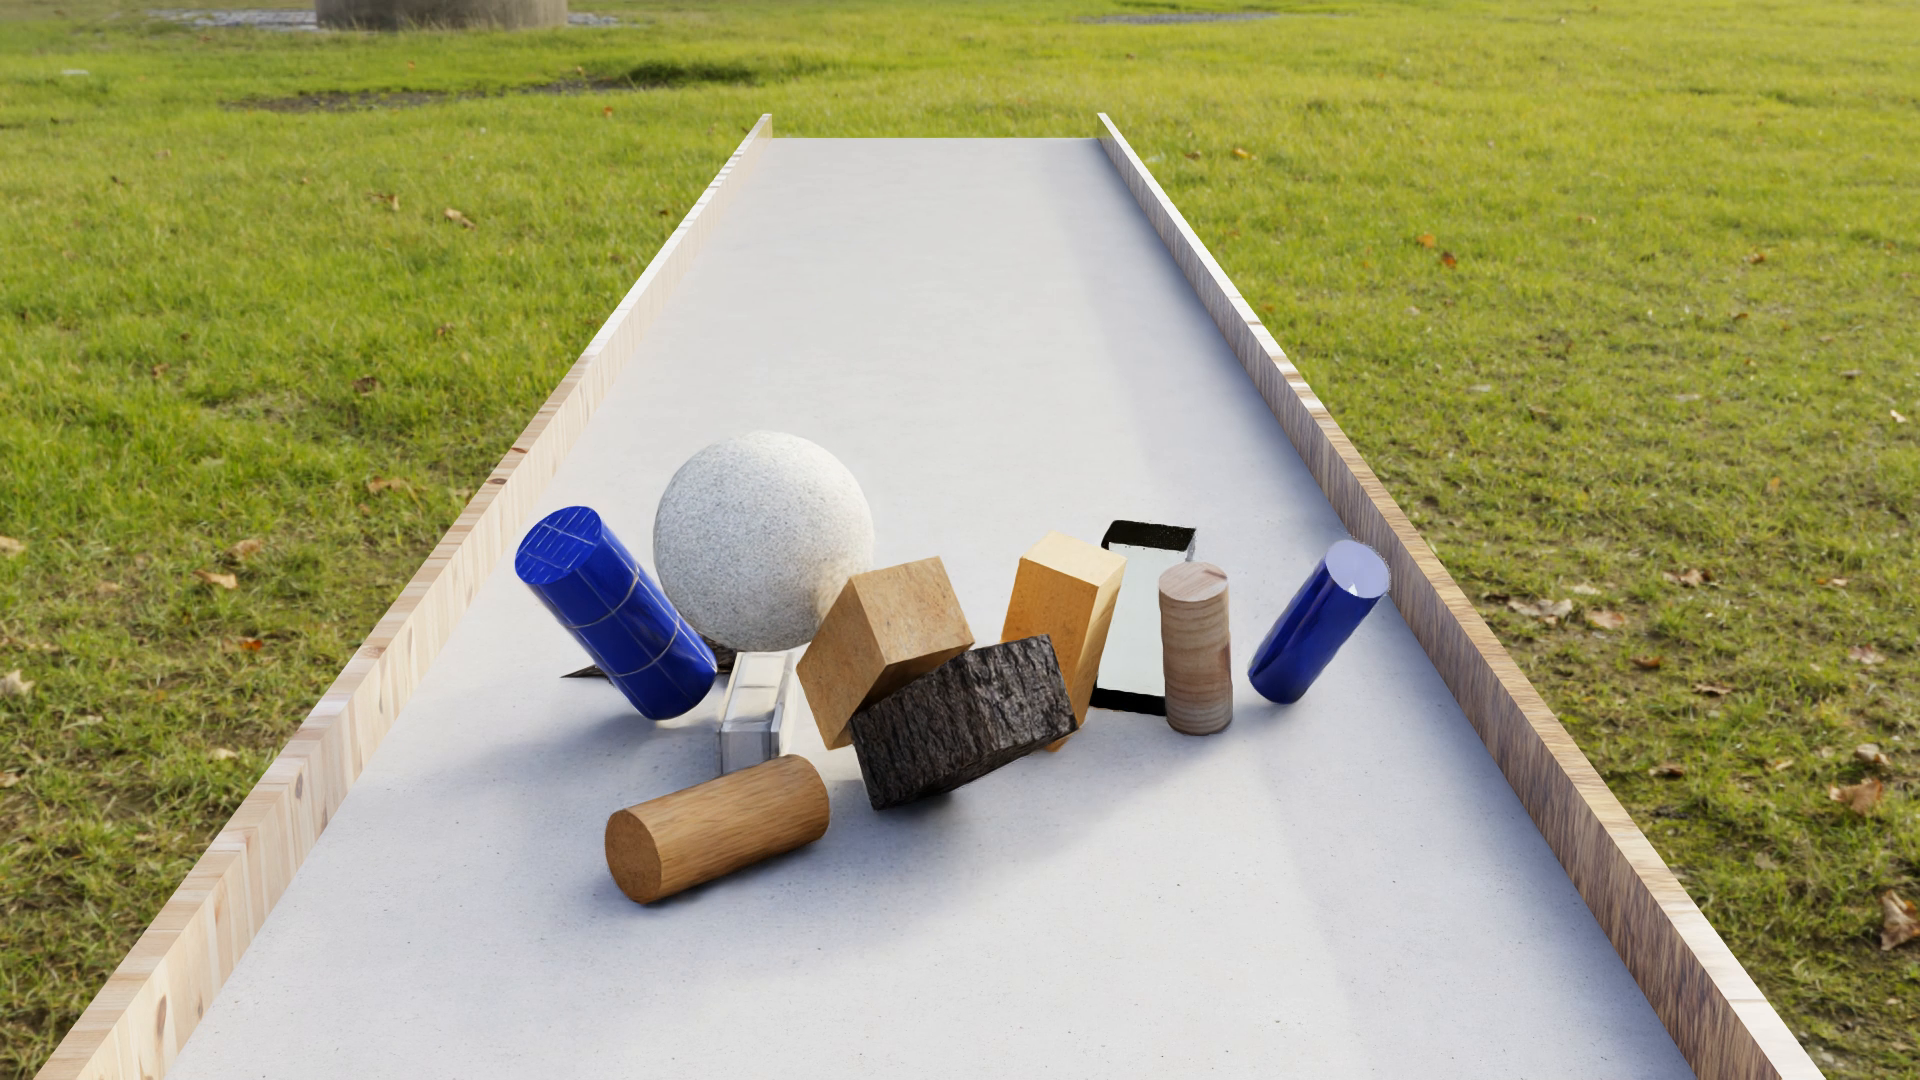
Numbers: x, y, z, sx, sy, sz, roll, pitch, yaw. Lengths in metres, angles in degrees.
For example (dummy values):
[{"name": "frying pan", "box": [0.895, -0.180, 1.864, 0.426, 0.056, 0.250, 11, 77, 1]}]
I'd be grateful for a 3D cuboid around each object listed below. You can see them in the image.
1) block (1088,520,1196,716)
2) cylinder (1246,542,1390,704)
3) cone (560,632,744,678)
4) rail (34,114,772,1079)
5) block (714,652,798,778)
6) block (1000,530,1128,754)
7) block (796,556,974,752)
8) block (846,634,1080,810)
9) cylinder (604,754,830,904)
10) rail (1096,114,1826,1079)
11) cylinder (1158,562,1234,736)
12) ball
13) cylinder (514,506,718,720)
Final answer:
[{"name": "block", "box": [0.344, 0.146, 4.152, 0.157, 0.325, 0.157, 7, 18, 11]}, {"name": "cylinder", "box": [0.661, 0.157, 4.081, 0.126, 0.350, 0.126, 11, 50, -14]}, {"name": "cone", "box": [-0.599, 0.234, 4.327, 0.388, 0.129, 0.129, -11, 17, -3]}, {"name": "rail", "box": [-1.118, -0.838, 7.780, 0.050, 0.150, 12.000, 0, 17, -1]}, {"name": "block", "box": [-0.362, 0.322, 3.951, 0.111, 0.111, 0.400, 0, 17, 0]}, {"name": "block", "box": [0.168, 0.182, 3.953, 0.150, 0.343, 0.150, 21, 26, 17]}, {"name": "block", "box": [-0.134, 0.198, 3.752, 0.163, 0.163, 0.371, -13, -22, -26]}, {"name": "block", "box": [-0.003, 0.301, 3.572, 0.159, 0.159, 0.432, -10, -13, -31]}, {"name": "cylinder", "box": [-0.378, 0.450, 3.453, 0.332, 0.147, 0.147, -15, 22, -42]}, {"name": "rail", "box": [0.932, -0.844, 7.801, 0.050, 0.150, 12.000, 0, 17, -1]}, {"name": "cylinder", "box": [0.429, 0.199, 3.987, 0.123, 0.302, 0.123, -5, 33, 3]}, {"name": "ball", "box": [-0.342, 0.003, 3.835, 0.387, 0.387, 0.387, 0, 17, 0]}, {"name": "cylinder", "box": [-0.619, 0.137, 3.995, 0.177, 0.420, 0.177, -17, 45, 18]}]
